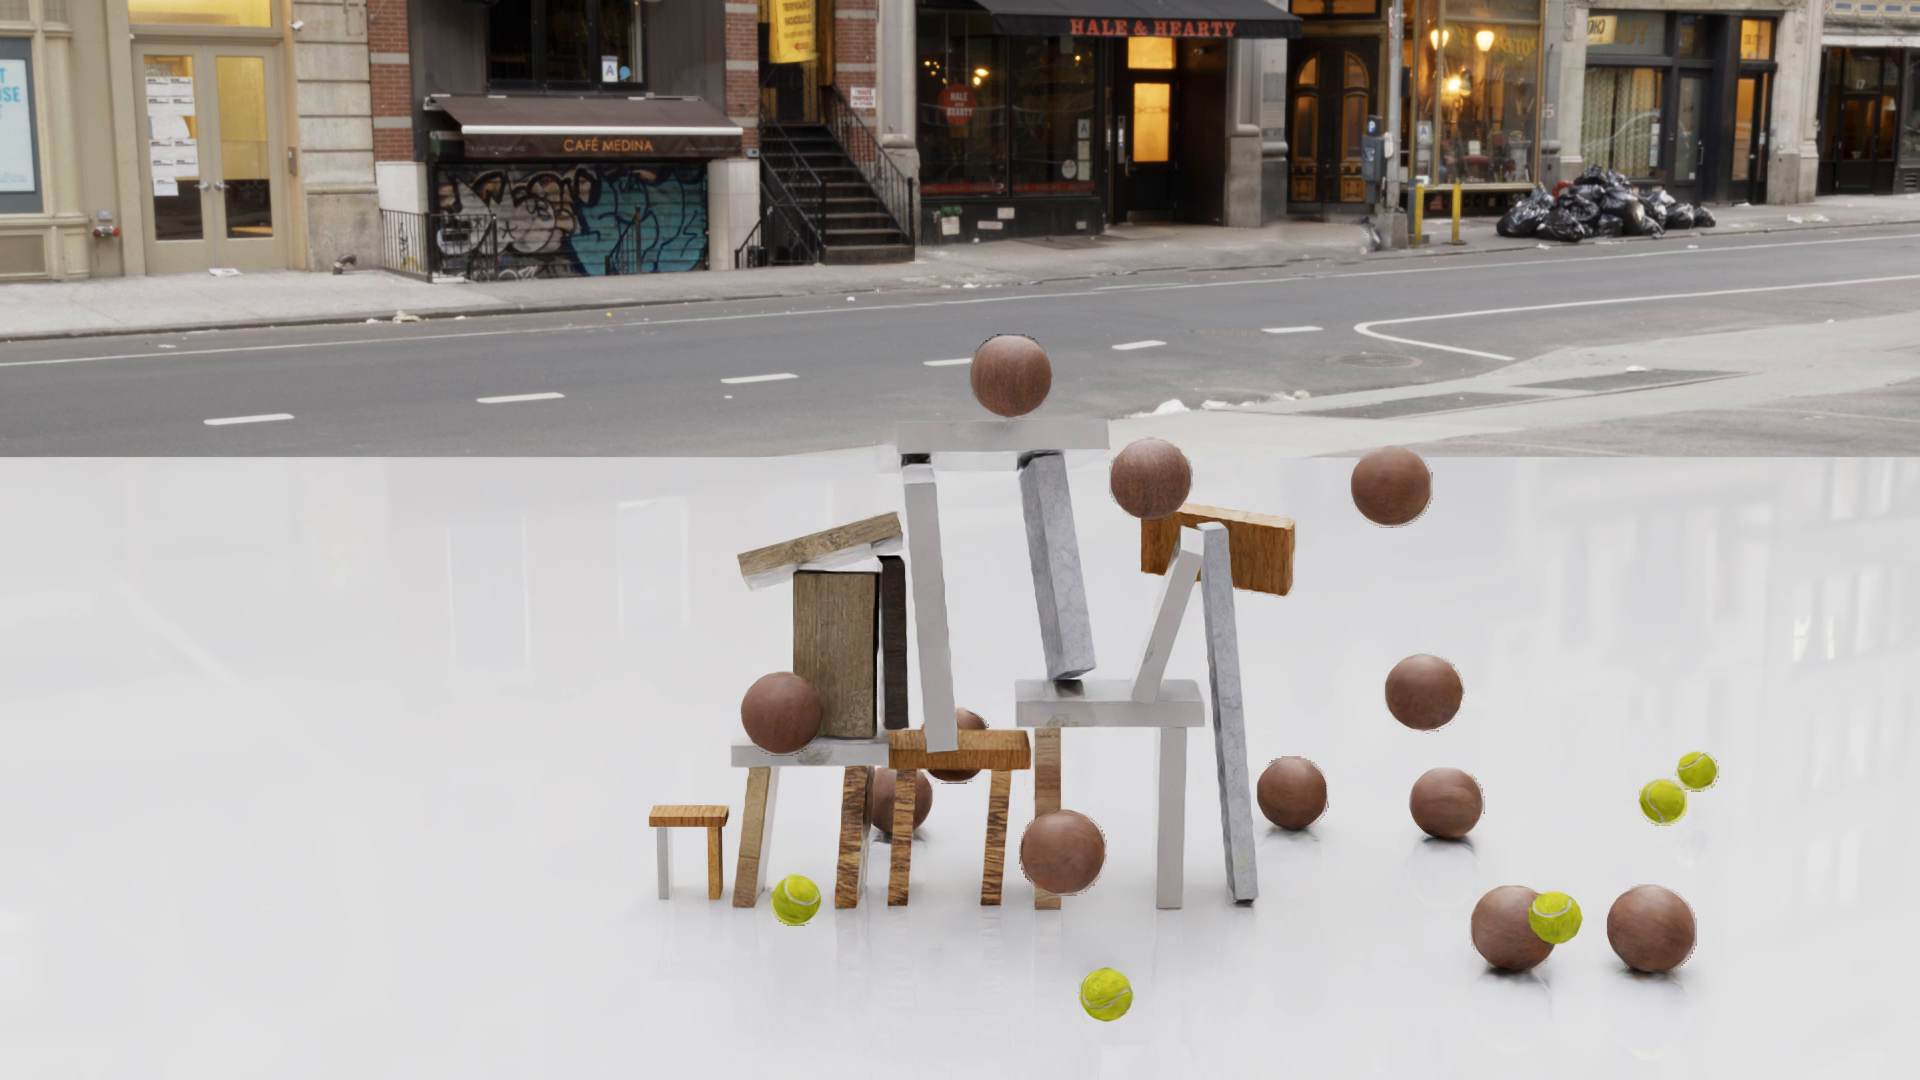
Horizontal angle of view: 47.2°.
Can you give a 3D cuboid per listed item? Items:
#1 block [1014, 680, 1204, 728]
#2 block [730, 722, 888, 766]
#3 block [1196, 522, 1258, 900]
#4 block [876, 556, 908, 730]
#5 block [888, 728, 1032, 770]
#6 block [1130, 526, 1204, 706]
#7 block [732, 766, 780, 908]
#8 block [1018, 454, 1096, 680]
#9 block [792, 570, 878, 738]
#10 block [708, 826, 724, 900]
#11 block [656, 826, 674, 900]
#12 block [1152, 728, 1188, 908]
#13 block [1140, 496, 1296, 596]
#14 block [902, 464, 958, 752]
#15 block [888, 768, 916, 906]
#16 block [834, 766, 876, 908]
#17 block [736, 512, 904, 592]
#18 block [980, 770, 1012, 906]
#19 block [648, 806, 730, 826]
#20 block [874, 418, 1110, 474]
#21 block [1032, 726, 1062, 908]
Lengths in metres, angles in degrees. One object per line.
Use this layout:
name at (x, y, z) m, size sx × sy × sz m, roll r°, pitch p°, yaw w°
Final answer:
block at (0.242, 0.268, 3.617) m, size 0.303 × 0.043 × 0.152 m, roll 0°, pitch 10°, yaw 0°
block at (-0.242, 0.331, 3.574) m, size 0.251 × 0.036 × 0.126 m, roll 0°, pitch 12°, yaw -2°
block at (0.442, 0.279, 3.640) m, size 0.037 × 0.611 × 0.132 m, roll -5°, pitch 5°, yaw 1°
block at (-0.109, 0.162, 3.540) m, size 0.037 × 0.264 × 0.132 m, roll -2°, pitch 5°, yaw -6°
block at (-0.002, 0.344, 3.614) m, size 0.230 × 0.033 × 0.115 m, roll 1°, pitch 12°, yaw -2°
block at (0.333, 0.121, 3.539) m, size 0.037 × 0.265 × 0.132 m, roll 17°, pitch 18°, yaw 1°
block at (-0.334, 0.466, 3.639) m, size 0.036 × 0.251 × 0.126 m, roll 8°, pitch 11°, yaw 2°
block at (0.160, 0.049, 3.667) m, size 0.050 × 0.355 × 0.177 m, roll -7°, pitch -8°, yaw -8°
block at (-0.201, 0.183, 3.544) m, size 0.132 × 0.264 × 0.037 m, roll 2°, pitch 6°, yaw 9°
block at (-0.407, 0.528, 3.661) m, size 0.018 × 0.125 × 0.063 m, roll 0°, pitch 11°, yaw 0°
block at (-0.491, 0.528, 3.661) m, size 0.018 × 0.125 × 0.063 m, roll 0°, pitch 11°, yaw 0°
block at (0.346, 0.439, 3.643) m, size 0.043 × 0.303 × 0.152 m, roll 1°, pitch 10°, yaw 2°
block at (0.448, 0.010, 3.834) m, size 0.265 × 0.132 × 0.037 m, roll 9°, pitch 31°, yaw 20°
block at (-0.049, 0.108, 3.572) m, size 0.050 × 0.438 × 0.177 m, roll -5°, pitch 11°, yaw -2°
block at (-0.095, 0.475, 3.644) m, size 0.033 × 0.230 × 0.115 m, roll 4°, pitch 12°, yaw -1°
block at (-0.172, 0.466, 3.633) m, size 0.036 × 0.251 × 0.126 m, roll 6°, pitch 13°, yaw 4°
block at (-0.224, 0.019, 3.569) m, size 0.264 × 0.037 × 0.132 m, roll -15°, pitch -11°, yaw -3°
block at (0.059, 0.475, 3.643) m, size 0.033 × 0.230 × 0.115 m, roll 4°, pitch 13°, yaw -1°
block at (-0.449, 0.458, 3.648) m, size 0.125 × 0.018 × 0.063 m, roll 0°, pitch 11°, yaw 0°
block at (0.050, -0.154, 3.635) m, size 0.355 × 0.050 × 0.177 m, roll -2°, pitch -9°, yaw -14°
block at (0.143, 0.439, 3.642) m, size 0.043 × 0.303 × 0.152 m, roll -1°, pitch 10°, yaw 0°
